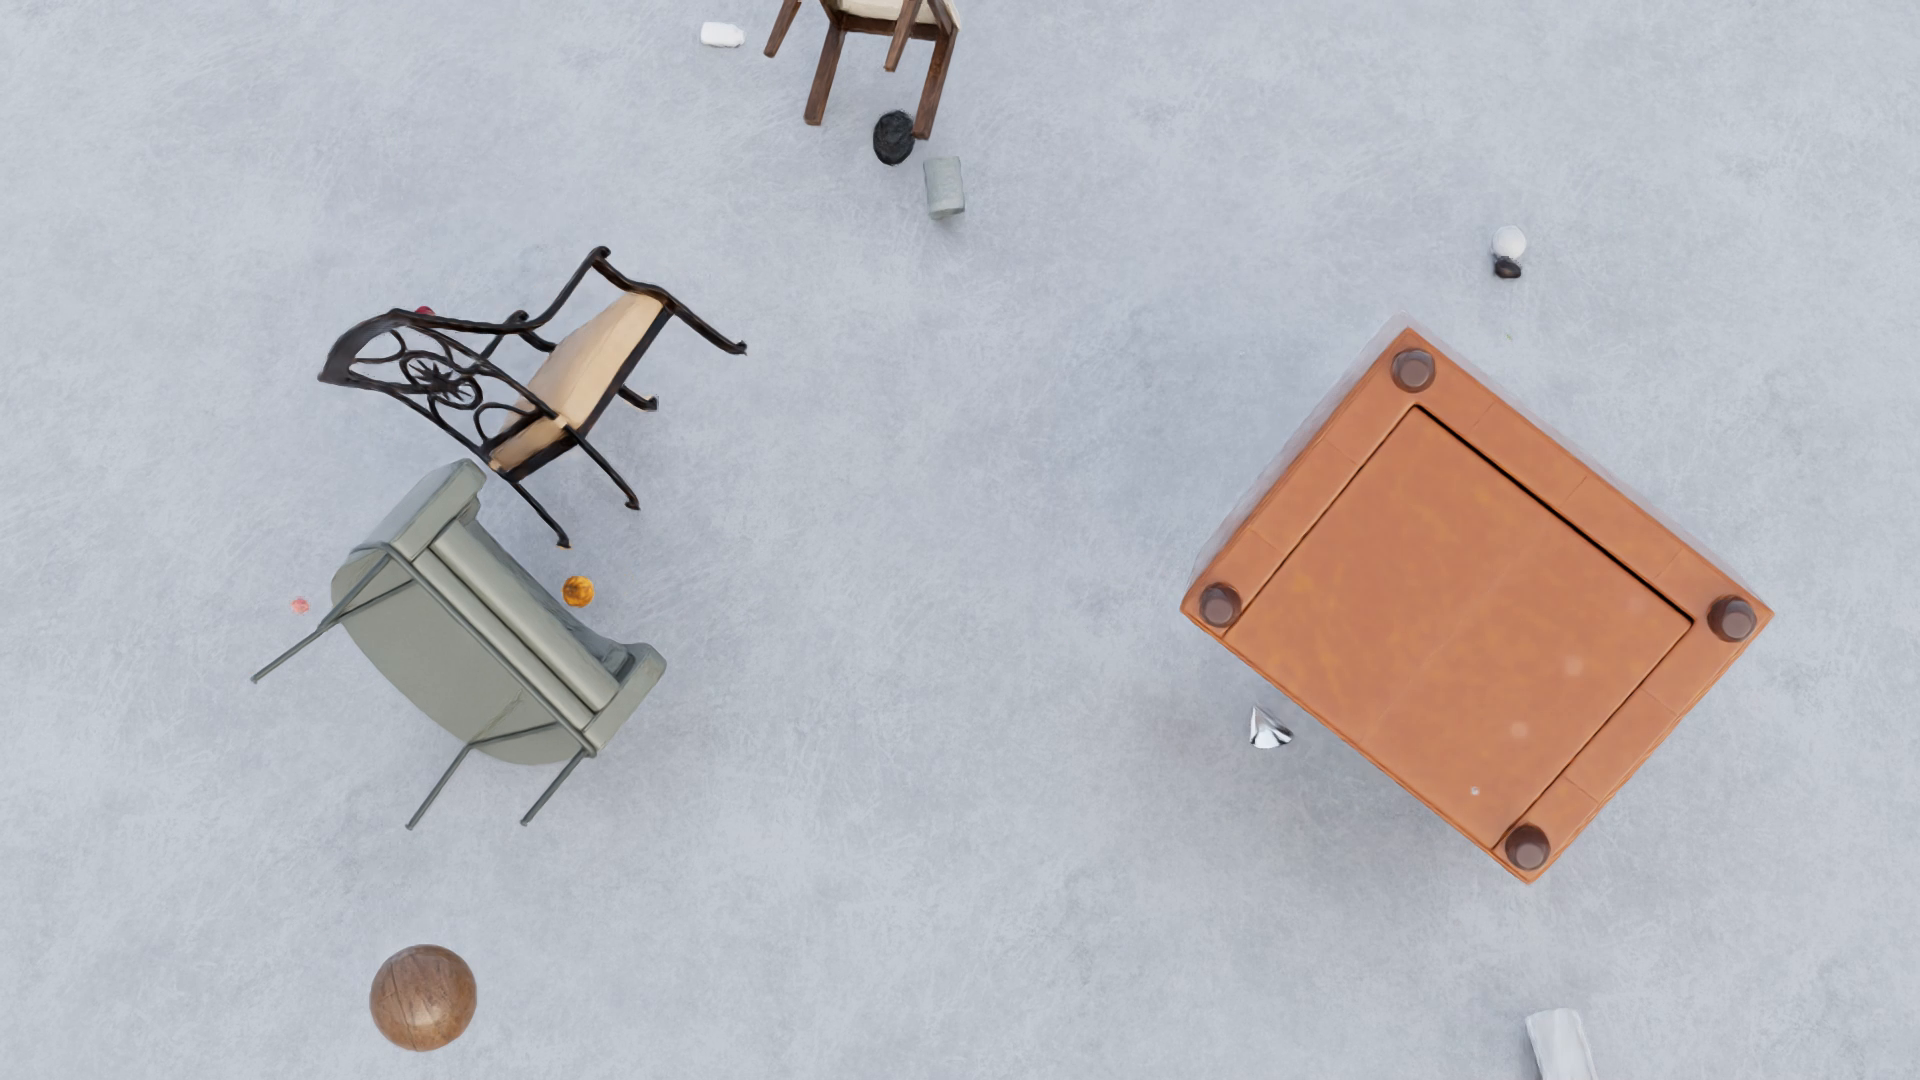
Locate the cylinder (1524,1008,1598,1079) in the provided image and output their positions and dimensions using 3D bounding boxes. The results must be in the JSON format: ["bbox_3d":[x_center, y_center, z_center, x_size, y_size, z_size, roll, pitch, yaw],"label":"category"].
[{"bbox_3d":[1.533,1.306,5.593,0.145,0.094,0.201,1,57,-18],"label":"cylinder"}]

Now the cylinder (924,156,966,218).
[{"bbox_3d":[-0.051,-1.162,7.235,0.113,0.134,0.172,-4,86,-38],"label":"cylinder"}]

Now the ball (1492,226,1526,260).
[{"bbox_3d":[1.787,-0.968,7.156,0.112,0.112,0.112,0,56,0],"label":"ball"}]

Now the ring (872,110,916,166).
[{"bbox_3d":[-0.223,-1.361,7.436,0.144,0.062,0.270,-2,48,5],"label":"ring"}]

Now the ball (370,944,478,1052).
[{"bbox_3d":[-1.269,1.083,5.204,0.250,0.250,0.250,0,56,0],"label":"ball"}]

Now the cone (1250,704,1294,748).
[{"bbox_3d":[0.854,0.510,6.209,0.134,0.073,0.146,-3,40,-18],"label":"cone"}]
